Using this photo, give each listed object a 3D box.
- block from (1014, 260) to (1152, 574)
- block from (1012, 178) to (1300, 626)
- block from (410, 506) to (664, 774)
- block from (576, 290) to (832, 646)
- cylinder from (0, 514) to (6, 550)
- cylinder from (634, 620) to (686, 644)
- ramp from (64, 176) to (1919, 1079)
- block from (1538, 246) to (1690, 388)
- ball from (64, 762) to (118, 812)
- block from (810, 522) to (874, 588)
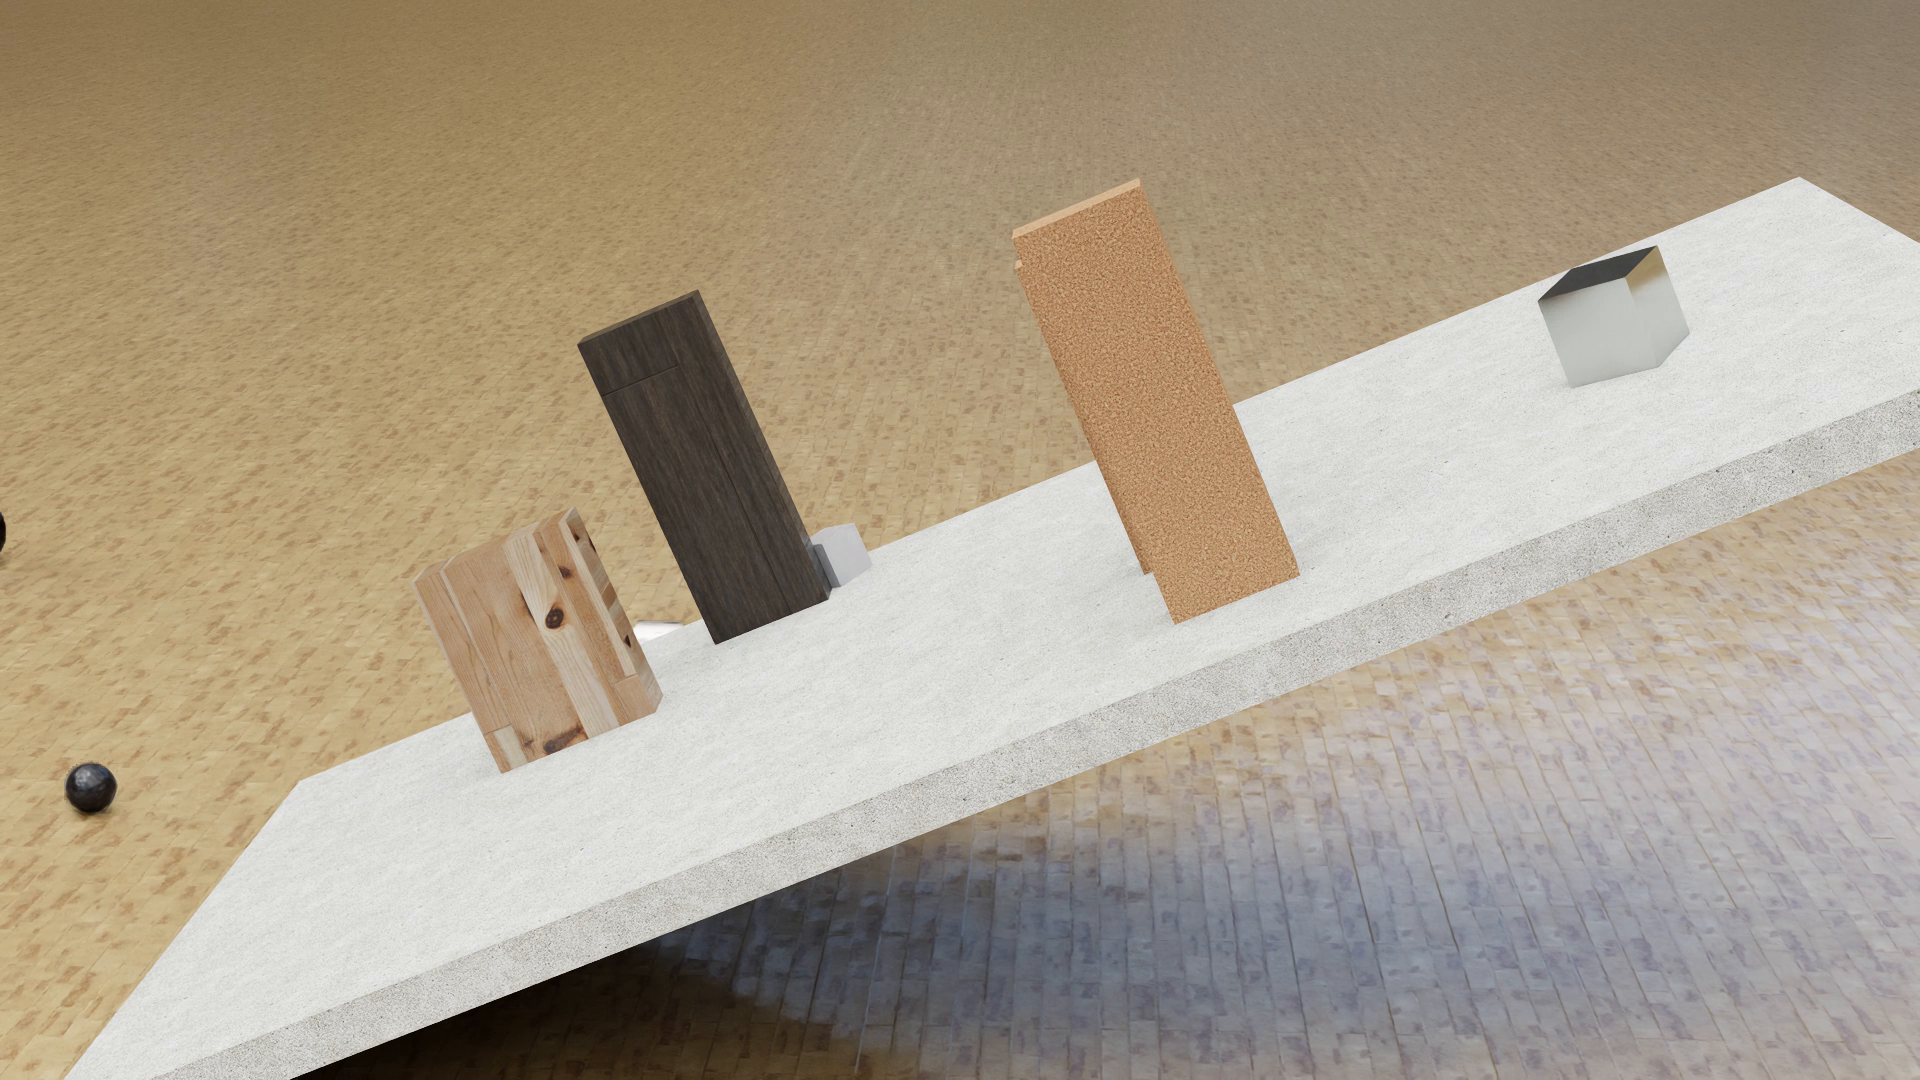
[{"bbox_3d":[0.367,-0.295,5.970,0.264,0.684,0.097,-22,12,8],"label":"block"},{"bbox_3d":[0.371,-0.257,5.536,0.255,0.799,0.116,-22,12,8],"label":"block"},{"bbox_3d":[-0.957,0.228,6.670,0.387,0.484,0.131,-22,12,8],"label":"block"},{"bbox_3d":[-0.600,-0.169,6.969,0.297,0.789,0.103,-22,12,8],"label":"block"},{"bbox_3d":[-3.380,-0.024,9.958,0.204,0.204,0.204,9,17,30],"label":"cylinder"},{"bbox_3d":[-0.893,0.313,8.776,0.141,0.141,0.141,1,15,5],"label":"cylinder"},{"bbox_3d":[0.128,0.172,6.287,4.000,0.100,2.000,-22,12,8],"label":"ramp"},{"bbox_3d":[1.336,-0.456,6.008,0.197,0.197,0.197,-14,16,38],"label":"block"},{"bbox_3d":[-2.230,0.636,7.549,0.129,0.129,0.129,0,14,0],"label":"ball"},{"bbox_3d":[-0.309,0.042,7.125,0.116,0.116,0.116,-9,19,48],"label":"block"}]
